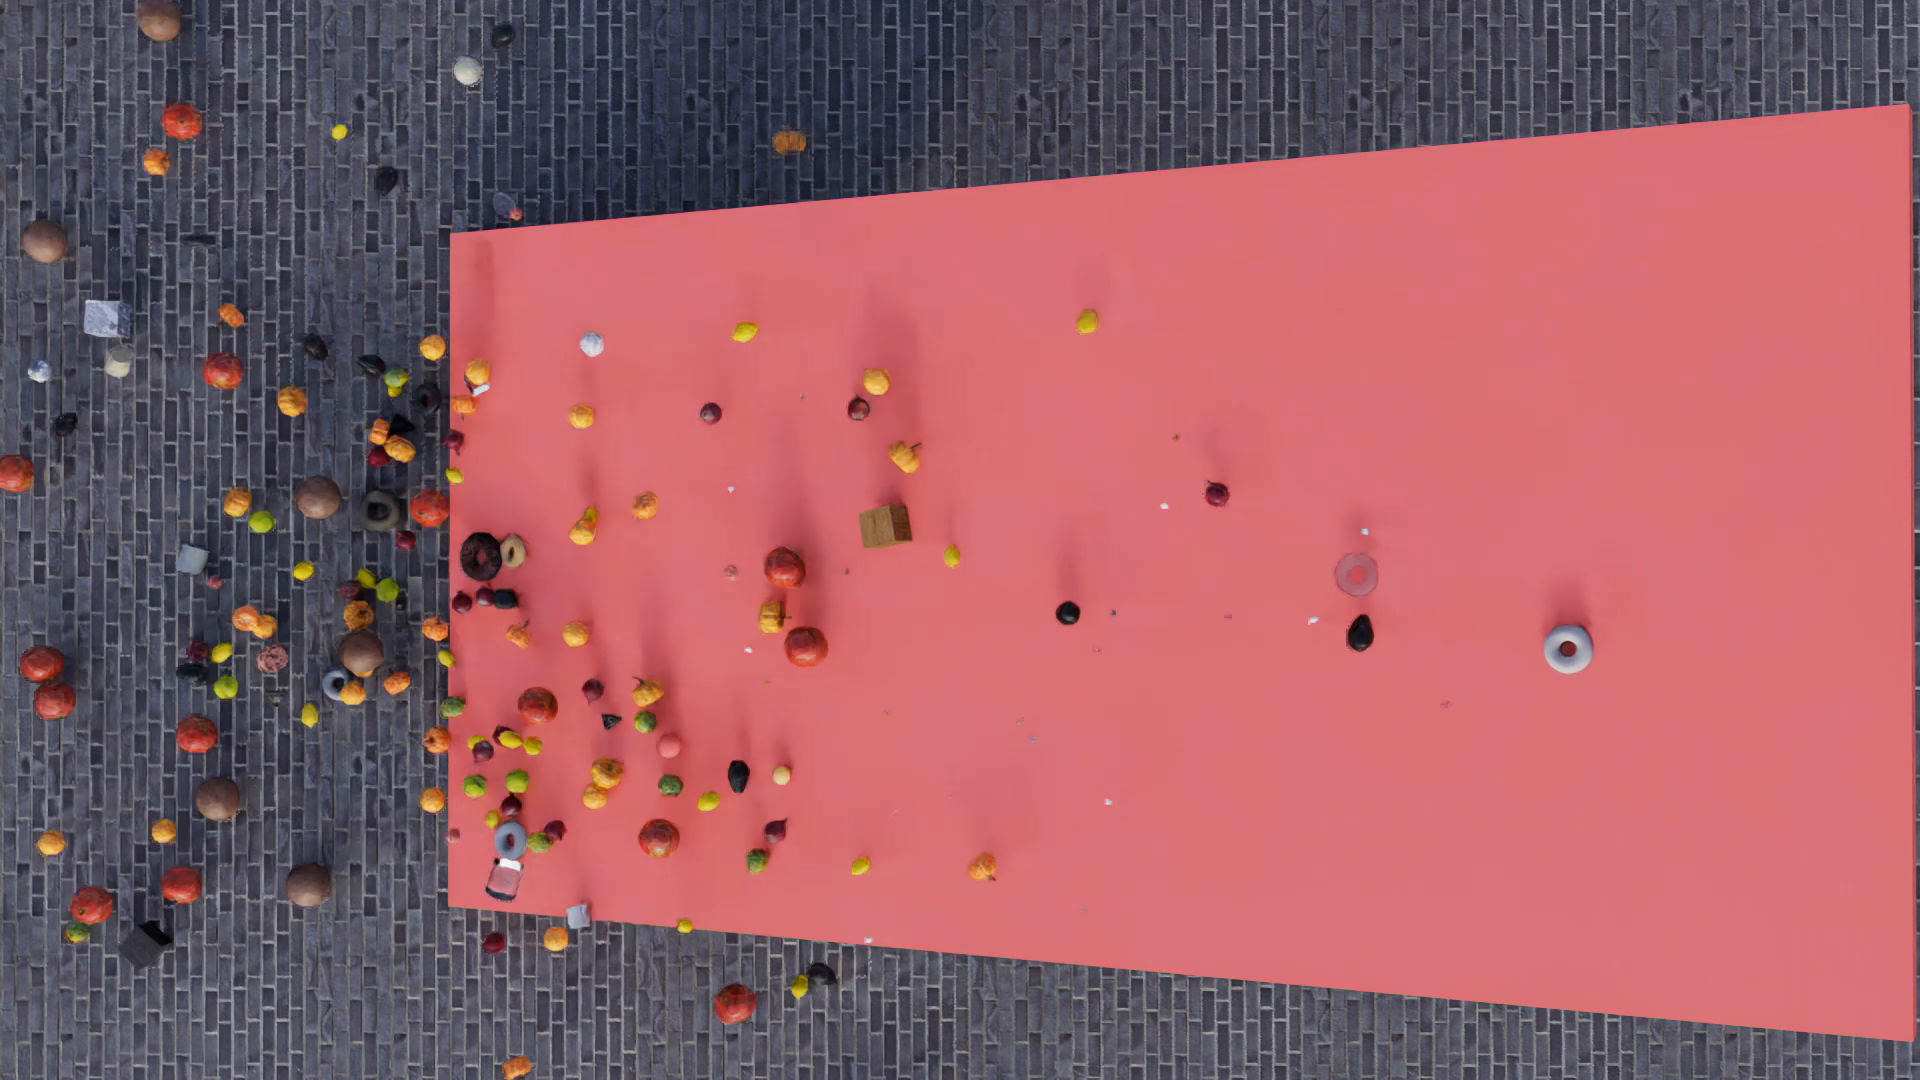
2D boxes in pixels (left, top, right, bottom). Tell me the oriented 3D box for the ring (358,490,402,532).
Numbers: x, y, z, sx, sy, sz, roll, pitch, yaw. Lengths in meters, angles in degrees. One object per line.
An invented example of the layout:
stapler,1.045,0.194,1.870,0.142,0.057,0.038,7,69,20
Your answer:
ring,-1.739,-0.087,6.595,0.135,0.045,0.135,1,70,-2

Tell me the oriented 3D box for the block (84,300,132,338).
block,-2.552,-0.662,6.585,0.098,0.098,0.098,4,89,0

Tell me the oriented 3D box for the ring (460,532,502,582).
ring,-1.405,0.049,6.451,0.147,0.049,0.147,0,91,29

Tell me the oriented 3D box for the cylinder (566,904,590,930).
cylinder,-1.087,1.073,6.268,0.061,0.061,0.061,-11,85,0

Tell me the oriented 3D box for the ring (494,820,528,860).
ring,-1.306,0.873,6.397,0.115,0.038,0.115,-1,88,29

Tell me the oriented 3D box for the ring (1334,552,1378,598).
ring,0.944,0.082,5.233,0.108,0.036,0.108,0,90,27

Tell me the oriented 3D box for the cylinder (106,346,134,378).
cylinder,-2.505,-0.532,6.552,0.069,0.069,0.069,35,133,0

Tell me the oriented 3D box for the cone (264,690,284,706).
cone,-2.053,0.463,6.560,0.053,0.053,0.053,35,89,-25

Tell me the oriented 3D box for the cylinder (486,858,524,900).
cylinder,-1.318,0.982,6.371,0.093,0.093,0.093,18,99,0

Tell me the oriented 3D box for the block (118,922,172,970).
block,-2.435,1.210,6.568,0.093,0.093,0.093,43,90,0

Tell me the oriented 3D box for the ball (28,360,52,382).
ball,-2.761,-0.508,6.599,0.067,0.067,0.067,0,89,0

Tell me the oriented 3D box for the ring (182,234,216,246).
ring,-2.271,-0.893,6.563,0.098,0.098,0.033,-2,96,0

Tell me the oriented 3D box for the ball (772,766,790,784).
ball,-0.484,0.637,5.963,0.051,0.051,0.051,0,89,0

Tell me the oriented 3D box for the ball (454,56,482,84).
ball,-1.478,-1.409,6.602,0.081,0.081,0.081,0,89,0

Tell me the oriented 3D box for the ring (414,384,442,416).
ring,-1.589,-0.420,6.564,0.098,0.033,0.098,0,90,28

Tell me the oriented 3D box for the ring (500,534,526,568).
ring,-1.300,0.034,6.399,0.098,0.033,0.098,-1,89,41

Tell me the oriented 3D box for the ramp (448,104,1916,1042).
ramp,0.277,0.078,5.657,4.000,0.100,2.000,0,89,28

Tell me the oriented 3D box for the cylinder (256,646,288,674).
cylinder,-2.053,0.357,6.564,0.077,0.077,0.077,5,79,-26

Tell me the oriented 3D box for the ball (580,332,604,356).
ball,-1.011,-0.539,6.049,0.067,0.067,0.067,0,89,0

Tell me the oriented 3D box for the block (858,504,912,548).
block,-0.197,-0.035,5.795,0.096,0.096,0.096,-13,83,27

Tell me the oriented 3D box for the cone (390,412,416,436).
cone,-1.660,-0.341,6.592,0.071,0.071,0.071,12,89,6

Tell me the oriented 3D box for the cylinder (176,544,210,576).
cylinder,-2.299,0.058,6.587,0.078,0.078,0.078,17,90,0

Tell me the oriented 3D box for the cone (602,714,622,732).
cone,-0.981,0.511,6.239,0.053,0.053,0.053,-14,89,0

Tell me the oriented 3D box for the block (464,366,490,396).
block,-1.417,-0.465,6.448,0.052,0.052,0.052,-30,70,-22

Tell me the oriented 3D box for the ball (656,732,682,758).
ball,-0.811,0.572,6.124,0.070,0.070,0.070,0,89,0

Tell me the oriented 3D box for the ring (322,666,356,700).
ring,-1.864,0.430,6.606,0.103,0.034,0.103,0,89,1

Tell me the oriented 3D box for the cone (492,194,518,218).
cone,-1.350,-1.023,6.607,0.083,0.083,0.083,11,128,15

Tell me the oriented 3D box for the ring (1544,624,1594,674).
ring,1.384,0.247,5.001,0.112,0.037,0.112,0,90,26
